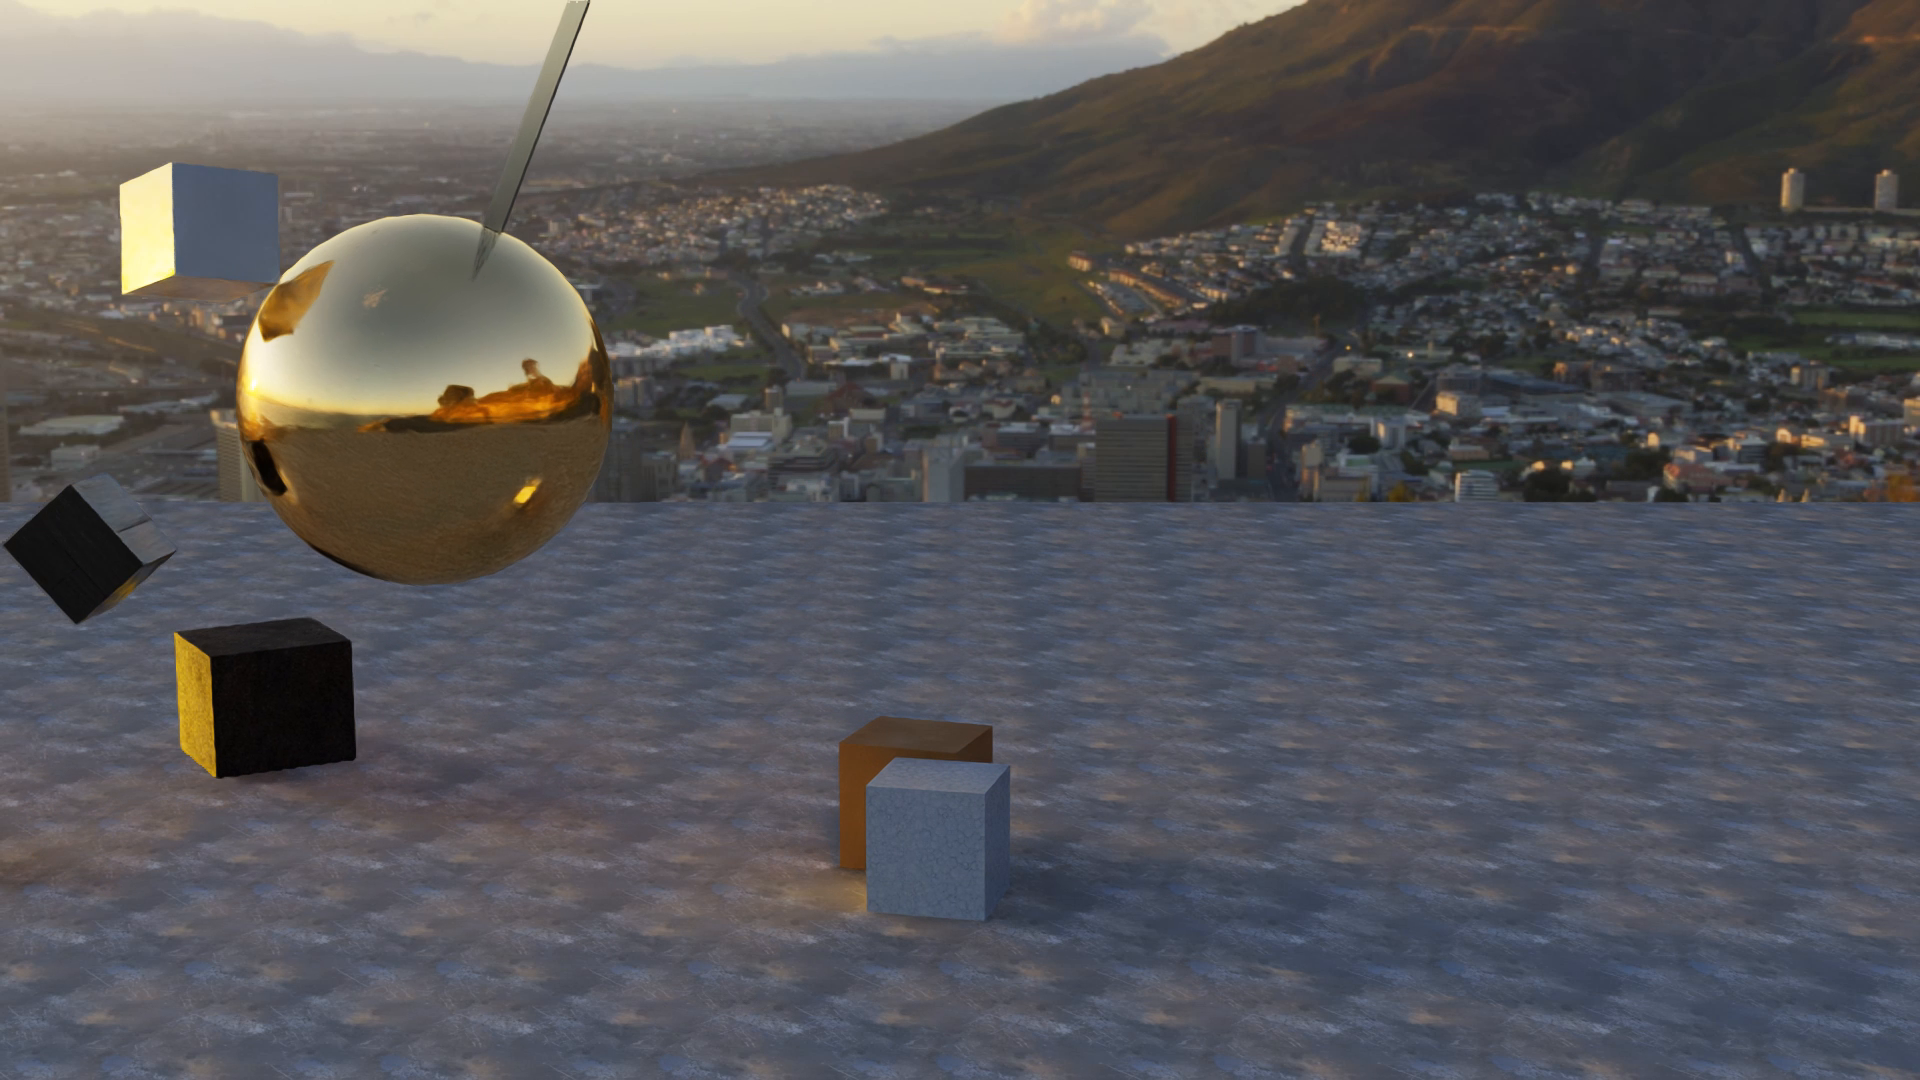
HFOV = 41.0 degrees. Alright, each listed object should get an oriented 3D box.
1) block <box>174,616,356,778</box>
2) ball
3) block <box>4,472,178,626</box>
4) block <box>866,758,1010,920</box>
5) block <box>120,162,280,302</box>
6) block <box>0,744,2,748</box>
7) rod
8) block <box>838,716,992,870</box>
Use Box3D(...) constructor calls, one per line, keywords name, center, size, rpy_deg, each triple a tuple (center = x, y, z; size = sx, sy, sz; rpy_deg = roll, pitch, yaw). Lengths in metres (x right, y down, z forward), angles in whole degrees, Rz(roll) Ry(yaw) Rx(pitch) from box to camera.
Box3D(name="block", center=(-3.616, 0.809, 13.354), size=(0.724, 0.631, 0.678), rpy_deg=(-6, 12, -31))
Box3D(name="ball", center=(-2.298, -0.601, 11.071), size=(1.600, 1.600, 1.600), rpy_deg=(0, 10, 0))
Box3D(name="block", center=(-3.776, 0.032, 11.168), size=(0.403, 0.458, 0.447), rpy_deg=(-41, 5, 7))
Box3D(name="block", center=(-0.089, 1.275, 11.006), size=(0.515, 0.552, 0.476), rpy_deg=(3, 11, 14))
Box3D(name="block", center=(-3.195, -1.285, 10.779), size=(0.462, 0.463, 0.522), rpy_deg=(1, -5, -40))
Box3D(name="block", center=(-4.741, 1.074, 11.415), size=(0.626, 0.499, 0.506), rpy_deg=(27, 21, -2))
Box3D(name="rod", center=(-0.996, -3.691, 10.509), size=(0.080, 5.200, 0.080), rpy_deg=(22, 10, -4))
Box3D(name="block", center=(-0.194, 1.157, 11.585), size=(0.549, 0.578, 0.510), rpy_deg=(4, 11, 19))
